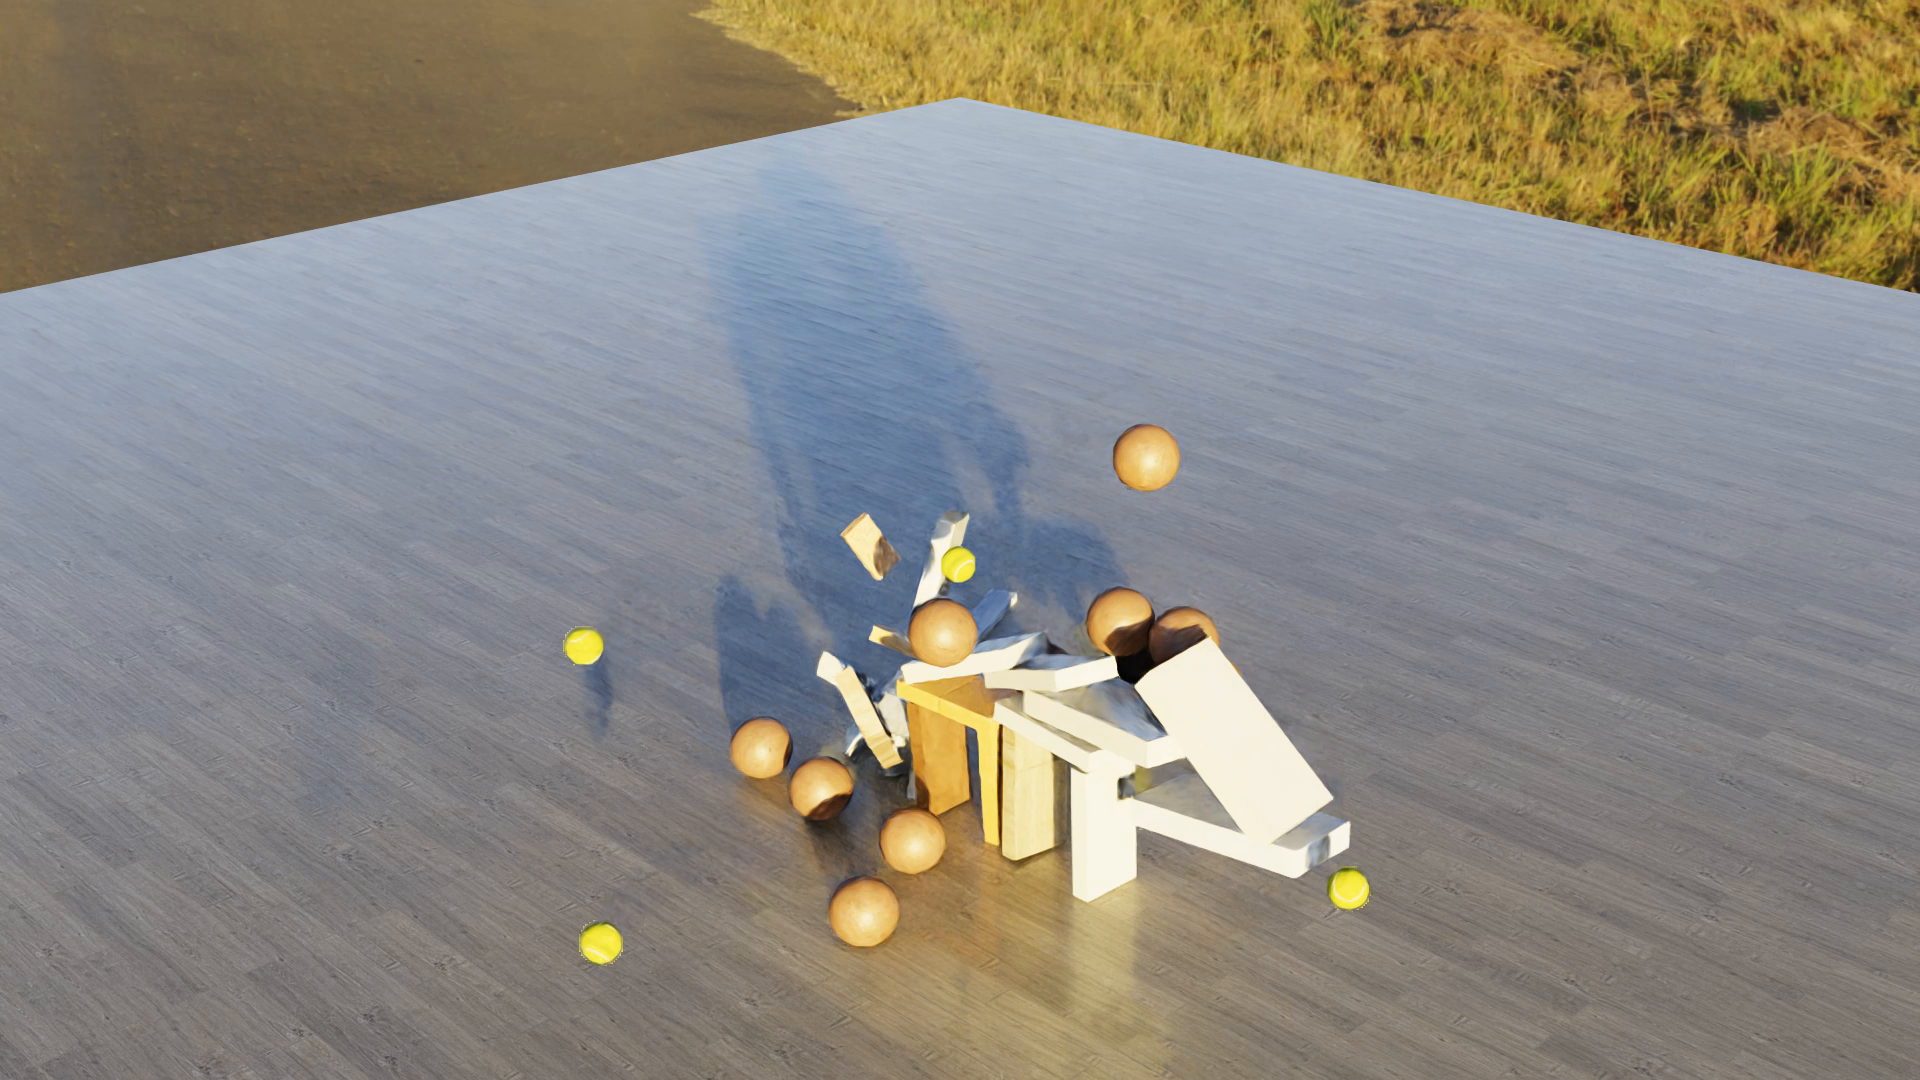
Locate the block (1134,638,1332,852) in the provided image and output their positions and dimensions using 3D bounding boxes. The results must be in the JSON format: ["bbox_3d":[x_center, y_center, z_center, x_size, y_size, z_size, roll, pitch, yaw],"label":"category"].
[{"bbox_3d":[0.474,0.350,3.811,0.177,0.050,0.354,-25,72,-42],"label":"block"}]

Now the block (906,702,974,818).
[{"bbox_3d":[-0.040,0.425,4.442,0.035,0.246,0.123,12,25,43],"label":"block"}]

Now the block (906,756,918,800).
[{"bbox_3d":[-0.080,0.450,4.504,0.021,0.146,0.073,12,21,16],"label":"block"}]

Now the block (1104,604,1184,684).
[{"bbox_3d":[0.354,0.233,4.247,0.038,0.135,0.269,-4,19,-20],"label":"block"}]

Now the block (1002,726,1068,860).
[{"bbox_3d":[0.145,0.477,4.279,0.134,0.268,0.038,-13,21,-37],"label":"block"}]

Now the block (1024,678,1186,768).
[{"bbox_3d":[0.298,0.328,4.084,0.177,0.050,0.354,-12,20,-35],"label":"block"}]

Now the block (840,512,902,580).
[{"bbox_3d":[-0.185,0.014,4.572,0.068,0.135,0.019,-44,33,-12],"label":"block"}]

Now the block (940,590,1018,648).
[{"bbox_3d":[0.042,0.202,5.259,0.067,0.019,0.374,9,24,19],"label":"block"}]

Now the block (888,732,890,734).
[{"bbox_3d":[-0.094,0.363,4.628,0.030,0.210,0.105,34,-9,15],"label":"block"}]

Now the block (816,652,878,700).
[{"bbox_3d":[-0.247,0.301,4.800,0.135,0.067,0.019,29,52,9],"label":"block"}]

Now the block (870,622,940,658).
[{"bbox_3d":[-0.087,0.233,4.697,0.210,0.030,0.105,22,4,1],"label":"block"}]

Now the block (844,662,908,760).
[{"bbox_3d":[-0.168,0.363,4.672,0.030,0.210,0.105,36,19,-14],"label":"block"}]

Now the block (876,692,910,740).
[{"bbox_3d":[-0.120,0.362,4.485,0.146,0.021,0.073,13,68,51],"label":"block"}]

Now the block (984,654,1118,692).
[{"bbox_3d":[0.170,0.252,4.180,0.135,0.038,0.269,-12,4,-28],"label":"block"}]

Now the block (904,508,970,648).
[{"bbox_3d":[-0.048,0.079,4.654,0.039,0.275,0.137,18,13,10],"label":"block"}]

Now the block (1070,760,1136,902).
[{"bbox_3d":[0.272,0.536,4.153,0.134,0.268,0.038,-20,27,-39],"label":"block"}]

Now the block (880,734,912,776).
[{"bbox_3d":[-0.115,0.419,4.566,0.021,0.146,0.073,30,19,39],"label":"block"}]

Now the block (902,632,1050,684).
[{"bbox_3d":[0.030,0.230,4.298,0.269,0.038,0.135,-11,6,40],"label":"block"}]

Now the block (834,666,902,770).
[{"bbox_3d":[-0.178,0.351,4.291,0.039,0.137,0.347,-27,-16,-3],"label":"block"}]

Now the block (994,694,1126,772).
[{"bbox_3d":[0.203,0.356,4.170,0.134,0.038,0.268,-13,26,-38],"label":"block"}]

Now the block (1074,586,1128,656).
[{"bbox_3d":[0.330,0.226,4.844,0.039,0.137,0.274,32,18,-21],"label":"block"}]

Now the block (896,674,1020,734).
[{"bbox_3d":[0.006,0.309,4.352,0.246,0.035,0.123,20,30,38],"label":"block"}]

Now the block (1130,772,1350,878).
[{"bbox_3d":[0.505,0.512,3.984,0.354,0.050,0.177,14,21,38],"label":"block"}]

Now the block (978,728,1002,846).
[{"bbox_3d":[0.096,0.466,4.344,0.035,0.246,0.123,14,26,41],"label":"block"}]
